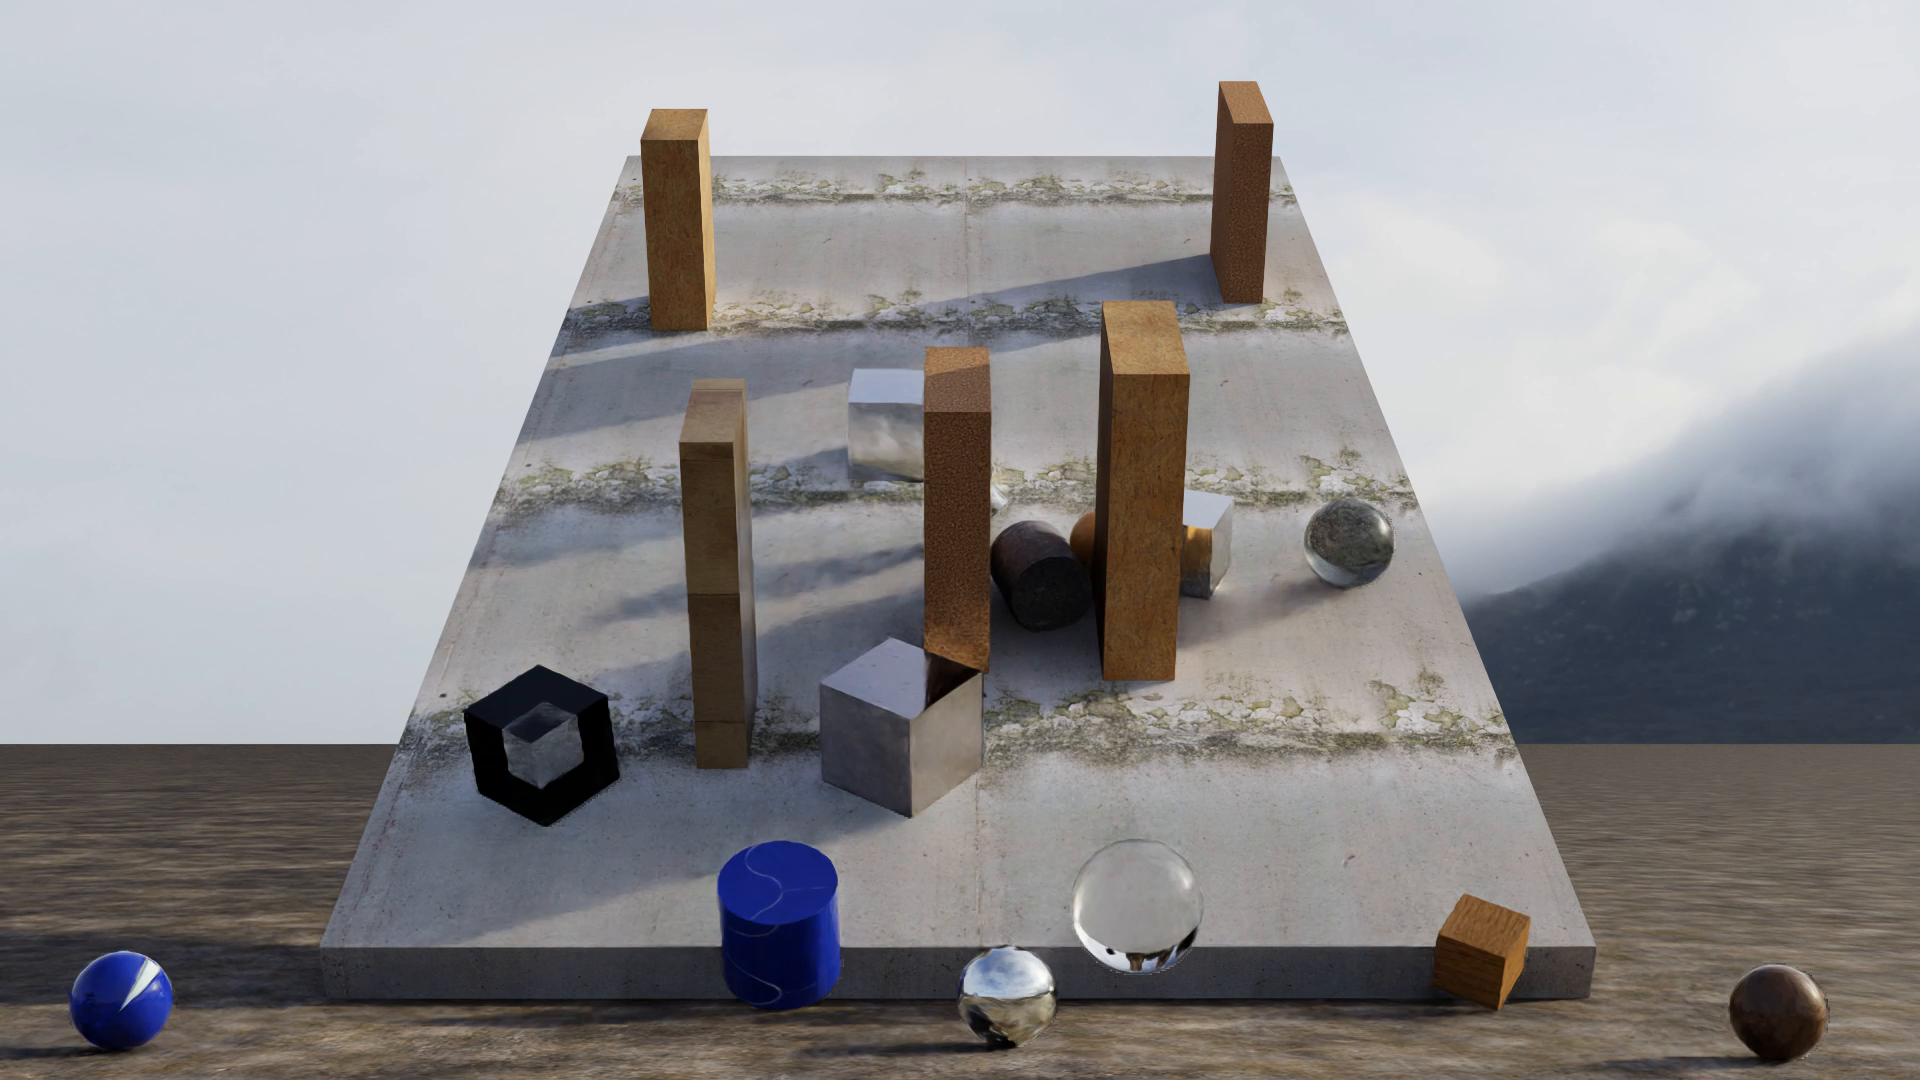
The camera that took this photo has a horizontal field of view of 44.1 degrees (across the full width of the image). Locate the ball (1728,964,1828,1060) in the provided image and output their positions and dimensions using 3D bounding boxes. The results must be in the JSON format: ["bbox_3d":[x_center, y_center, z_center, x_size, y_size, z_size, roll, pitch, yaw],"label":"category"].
[{"bbox_3d":[1.050,0.607,3.046,0.120,0.120,0.120,0,-5,0],"label":"ball"}]

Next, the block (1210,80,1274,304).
[{"bbox_3d":[0.737,-0.917,6.233,0.100,0.483,0.377,0,27,0],"label":"block"}]

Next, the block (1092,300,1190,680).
[{"bbox_3d":[0.335,-0.094,4.462,0.134,0.623,0.353,0,27,0],"label":"block"}]

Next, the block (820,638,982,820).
[{"bbox_3d":[-0.102,0.323,4.108,0.199,0.199,0.199,19,33,32],"label":"block"}]

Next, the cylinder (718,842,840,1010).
[{"bbox_3d":[-0.273,0.585,3.600,0.180,0.180,0.180,0,35,0],"label":"cylinder"}]

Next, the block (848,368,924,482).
[{"bbox_3d":[-0.147,-0.255,5.255,0.187,0.187,0.187,1,27,2],"label":"block"}]

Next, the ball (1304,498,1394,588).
[{"bbox_3d":[0.780,0.006,4.755,0.181,0.181,0.181,0,-5,0],"label":"ball"}]

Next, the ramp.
[{"bbox_3d":[-0.011,-0.226,5.516,2.000,0.100,4.000,0,27,0],"label":"ramp"}]

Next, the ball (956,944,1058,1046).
[{"bbox_3d":[0.063,0.611,3.180,0.135,0.135,0.135,0,-5,0],"label":"ball"}]

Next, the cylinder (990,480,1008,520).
[{"bbox_3d":[0.018,-0.087,4.928,0.118,0.118,0.118,-43,4,4],"label":"cylinder"}]

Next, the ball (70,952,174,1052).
[{"bbox_3d":[-1.108,0.609,3.134,0.130,0.130,0.130,0,-5,0],"label":"ball"}]

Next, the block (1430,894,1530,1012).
[{"bbox_3d":[0.791,0.626,3.604,0.107,0.107,0.107,18,36,26],"label":"block"}]

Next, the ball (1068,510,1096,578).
[{"bbox_3d":[0.292,0.007,4.792,0.143,0.143,0.143,0,-5,0],"label":"ball"}]

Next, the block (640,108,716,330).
[{"bbox_3d":[-0.709,-0.811,6.001,0.141,0.498,0.261,0,27,0],"label":"block"}]

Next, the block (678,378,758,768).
[{"bbox_3d":[-0.418,0.061,4.145,0.089,0.631,0.266,0,27,0],"label":"block"}]

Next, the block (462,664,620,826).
[{"bbox_3d":[-0.716,0.351,4.062,0.172,0.172,0.172,19,37,35],"label":"block"}]

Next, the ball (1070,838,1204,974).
[{"bbox_3d":[0.272,0.561,3.639,0.205,0.205,0.205,0,-5,0],"label":"ball"}]

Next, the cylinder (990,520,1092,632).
[{"bbox_3d":[0.156,0.068,4.649,0.163,0.163,0.163,2,26,-18],"label":"cylinder"}]

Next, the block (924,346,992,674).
[{"bbox_3d":[-0.006,-0.057,4.481,0.121,0.538,0.304,0,27,0],"label":"block"}]

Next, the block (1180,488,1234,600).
[{"bbox_3d":[0.451,0.004,4.784,0.158,0.158,0.158,10,29,19],"label":"block"}]
